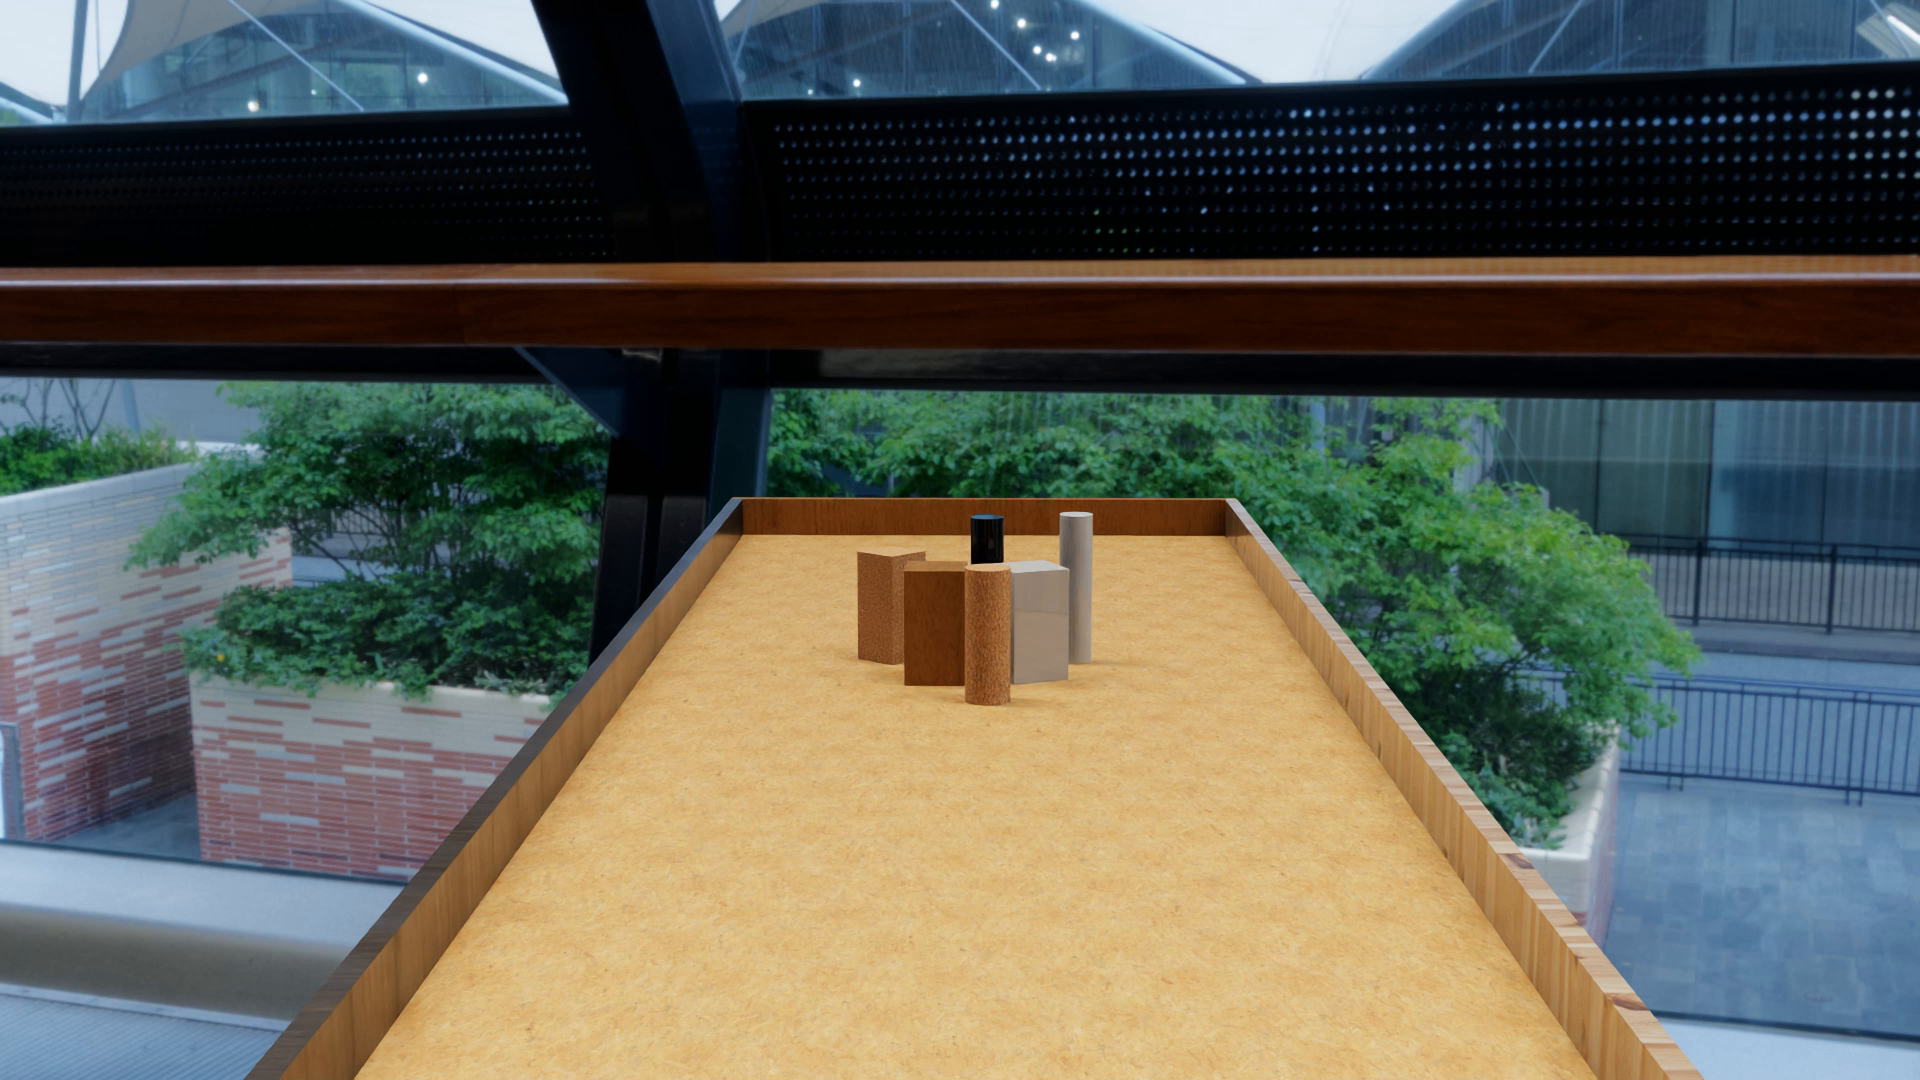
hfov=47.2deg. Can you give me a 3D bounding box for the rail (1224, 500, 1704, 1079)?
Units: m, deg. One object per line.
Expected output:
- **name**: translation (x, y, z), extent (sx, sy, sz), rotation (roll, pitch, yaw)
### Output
- **rail**: translation (1.046, 0.843, 3.208), extent (0.050, 0.150, 12.000), rotation (0, 9, 1)

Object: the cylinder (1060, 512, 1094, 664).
- **cylinder**: translation (0.350, 0.145, 6.653), extent (0.101, 0.451, 0.101), rotation (0, 9, 0)

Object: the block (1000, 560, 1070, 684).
- **block**: translation (0.203, 0.239, 6.450), extent (0.174, 0.329, 0.174), rotation (-4, 10, -23)

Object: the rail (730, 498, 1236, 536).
- **rail**: translation (0.099, -0.098, 9.147), extent (2.100, 0.150, 0.050), rotation (0, 9, 1)

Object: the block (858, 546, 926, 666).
- **block**: translation (-0.208, 0.198, 6.700), extent (0.147, 0.332, 0.147), rotation (8, 12, 41)

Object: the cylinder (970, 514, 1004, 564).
- **cylinder**: translation (0.083, 0.147, 6.682), extent (0.101, 0.439, 0.101), rotation (0, 9, 0)

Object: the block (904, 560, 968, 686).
- **block**: translation (-0.069, 0.242, 6.412), extent (0.177, 0.336, 0.177), rotation (0, 9, 2)

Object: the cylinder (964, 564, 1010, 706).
- **cylinder**: translation (0.077, 0.263, 6.139), extent (0.128, 0.379, 0.128), rotation (0, 9, 0)

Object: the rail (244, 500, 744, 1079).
- **rail**: translation (-1.004, 0.839, 3.234), extent (0.050, 0.150, 12.000), rotation (0, 9, 1)
